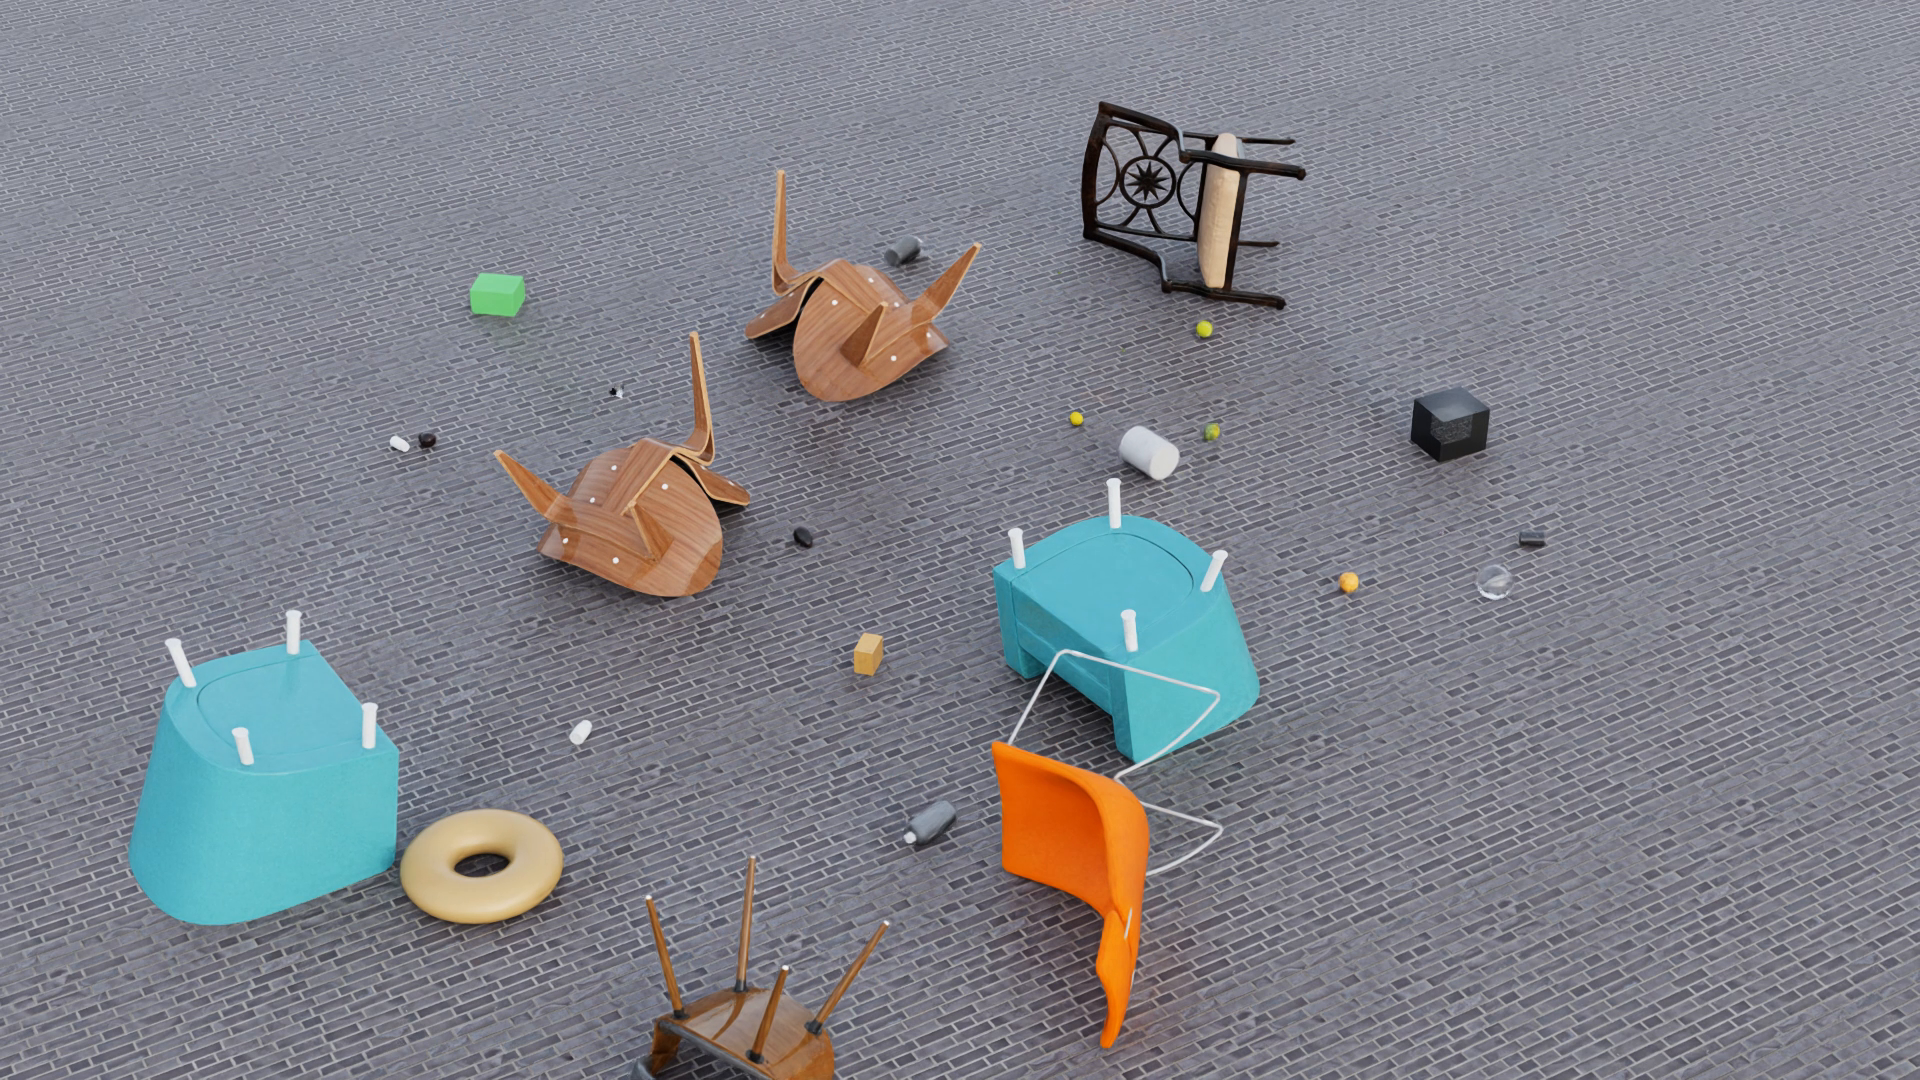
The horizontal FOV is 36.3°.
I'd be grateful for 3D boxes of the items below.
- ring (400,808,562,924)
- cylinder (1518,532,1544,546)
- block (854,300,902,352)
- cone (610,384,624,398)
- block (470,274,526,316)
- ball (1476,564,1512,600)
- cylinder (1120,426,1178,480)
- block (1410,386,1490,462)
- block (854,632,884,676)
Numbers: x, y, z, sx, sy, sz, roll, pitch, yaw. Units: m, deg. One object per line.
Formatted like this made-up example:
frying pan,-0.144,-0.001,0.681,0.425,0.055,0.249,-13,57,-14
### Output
ring,-1.513,1.029,9.273,0.522,0.125,0.506,19,39,27
cylinder,2.127,-0.006,10.909,0.087,0.049,0.057,1,43,2
block,-0.344,-0.887,12.190,0.153,0.111,0.209,-9,34,-13
cone,-1.374,-0.590,11.818,0.068,0.050,0.047,-30,71,-1
block,-1.959,-1.040,12.426,0.188,0.106,0.158,5,34,8
ball,1.932,0.152,10.598,0.127,0.127,0.127,0,33,0
cylinder,0.729,-0.336,11.316,0.175,0.155,0.150,34,90,41
block,1.916,-0.452,11.464,0.219,0.183,0.197,-16,36,-22
block,-0.320,0.399,10.253,0.069,0.094,0.111,10,35,14
